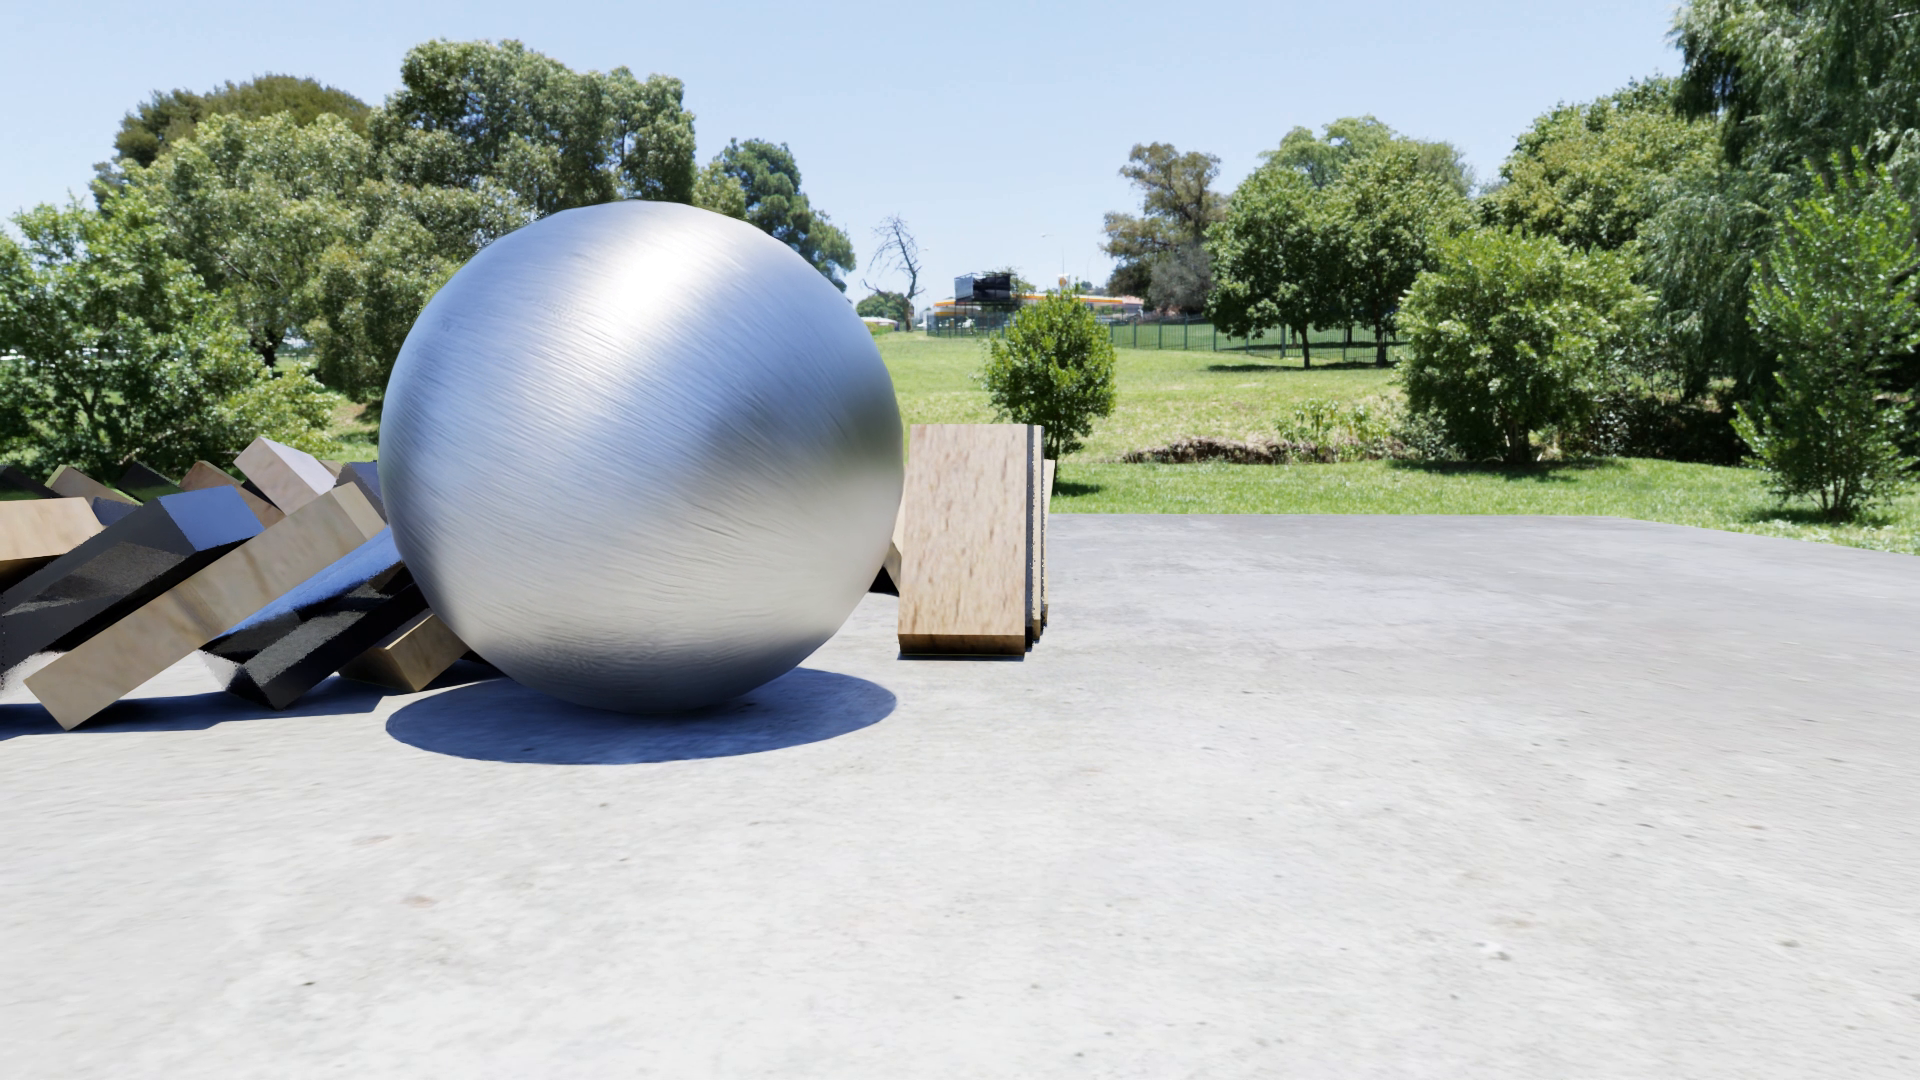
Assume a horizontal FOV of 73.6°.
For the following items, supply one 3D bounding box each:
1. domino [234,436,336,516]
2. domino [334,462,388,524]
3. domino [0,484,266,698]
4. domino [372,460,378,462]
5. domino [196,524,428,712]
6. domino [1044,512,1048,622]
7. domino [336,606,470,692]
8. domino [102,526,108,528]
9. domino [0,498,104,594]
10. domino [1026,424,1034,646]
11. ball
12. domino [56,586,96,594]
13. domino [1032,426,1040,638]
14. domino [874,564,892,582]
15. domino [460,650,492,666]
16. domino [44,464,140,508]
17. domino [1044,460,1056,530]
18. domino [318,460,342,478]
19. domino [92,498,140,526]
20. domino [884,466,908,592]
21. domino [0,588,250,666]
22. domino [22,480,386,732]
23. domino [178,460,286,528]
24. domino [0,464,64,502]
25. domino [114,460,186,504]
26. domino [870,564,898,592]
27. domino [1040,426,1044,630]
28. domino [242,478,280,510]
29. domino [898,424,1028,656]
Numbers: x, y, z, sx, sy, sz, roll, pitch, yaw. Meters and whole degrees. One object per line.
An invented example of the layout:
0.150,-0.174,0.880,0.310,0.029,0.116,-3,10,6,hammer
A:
-0.168,-0.006,0.344,0.050,0.009,0.025,42,-4,7,domino
-0.143,-0.002,0.347,0.050,0.009,0.025,41,19,20,domino
-0.136,0.010,0.198,0.050,0.009,0.025,-33,9,-2,domino
-0.175,-0.009,0.432,0.050,0.009,0.025,35,-4,-9,domino
-0.104,0.009,0.225,0.025,0.009,0.050,4,36,44,domino
0.008,-0.004,0.313,0.025,0.050,0.009,-1,-30,1,domino
-0.092,0.008,0.241,0.025,0.009,0.050,3,36,36,domino
-0.192,0.006,0.297,0.025,0.009,0.050,-7,-17,25,domino
-0.159,0.011,0.194,0.050,0.009,0.025,-31,0,8,domino
0.003,-0.002,0.279,0.025,0.050,0.009,0,-30,4,domino
-0.049,-0.013,0.204,0.080,0.080,0.080,0,4,0,ball
-0.267,-0.001,0.354,0.025,0.010,0.050,2,-25,30,domino
0.006,-0.003,0.290,0.025,0.050,0.009,0,-30,4,domino
-0.044,-0.005,0.402,0.025,0.009,0.050,-4,36,-46,domino
-0.080,0.006,0.259,0.025,0.010,0.050,6,38,32,domino
-0.249,-0.005,0.389,0.050,0.009,0.025,40,-21,-34,domino
0.011,-0.003,0.343,0.025,0.009,0.050,6,42,5,domino
-0.191,-0.008,0.427,0.050,0.009,0.025,36,-6,-13,domino
-0.189,0.003,0.322,0.050,0.009,0.025,14,-24,-26,domino
-0.014,-0.003,0.374,0.025,0.009,0.050,-2,39,-29,domino
-0.175,0.018,0.270,0.025,0.010,0.050,0,4,-3,domino
-0.118,0.009,0.205,0.050,0.009,0.025,-35,15,-11,domino
-0.222,-0.007,0.412,0.050,0.009,0.025,37,-12,-22,domino
-0.258,-0.004,0.371,0.025,0.009,0.050,3,-30,34,domino
-0.236,-0.006,0.402,0.050,0.009,0.025,39,-15,-26,domino
-0.026,-0.003,0.389,0.025,0.009,0.050,-3,35,-35,domino
0.007,-0.003,0.301,0.025,0.050,0.009,0,-30,3,domino
-0.207,-0.007,0.420,0.050,0.009,0.025,36,-8,-18,domino
0.001,-0.001,0.267,0.025,0.050,0.009,0,-30,4,domino
